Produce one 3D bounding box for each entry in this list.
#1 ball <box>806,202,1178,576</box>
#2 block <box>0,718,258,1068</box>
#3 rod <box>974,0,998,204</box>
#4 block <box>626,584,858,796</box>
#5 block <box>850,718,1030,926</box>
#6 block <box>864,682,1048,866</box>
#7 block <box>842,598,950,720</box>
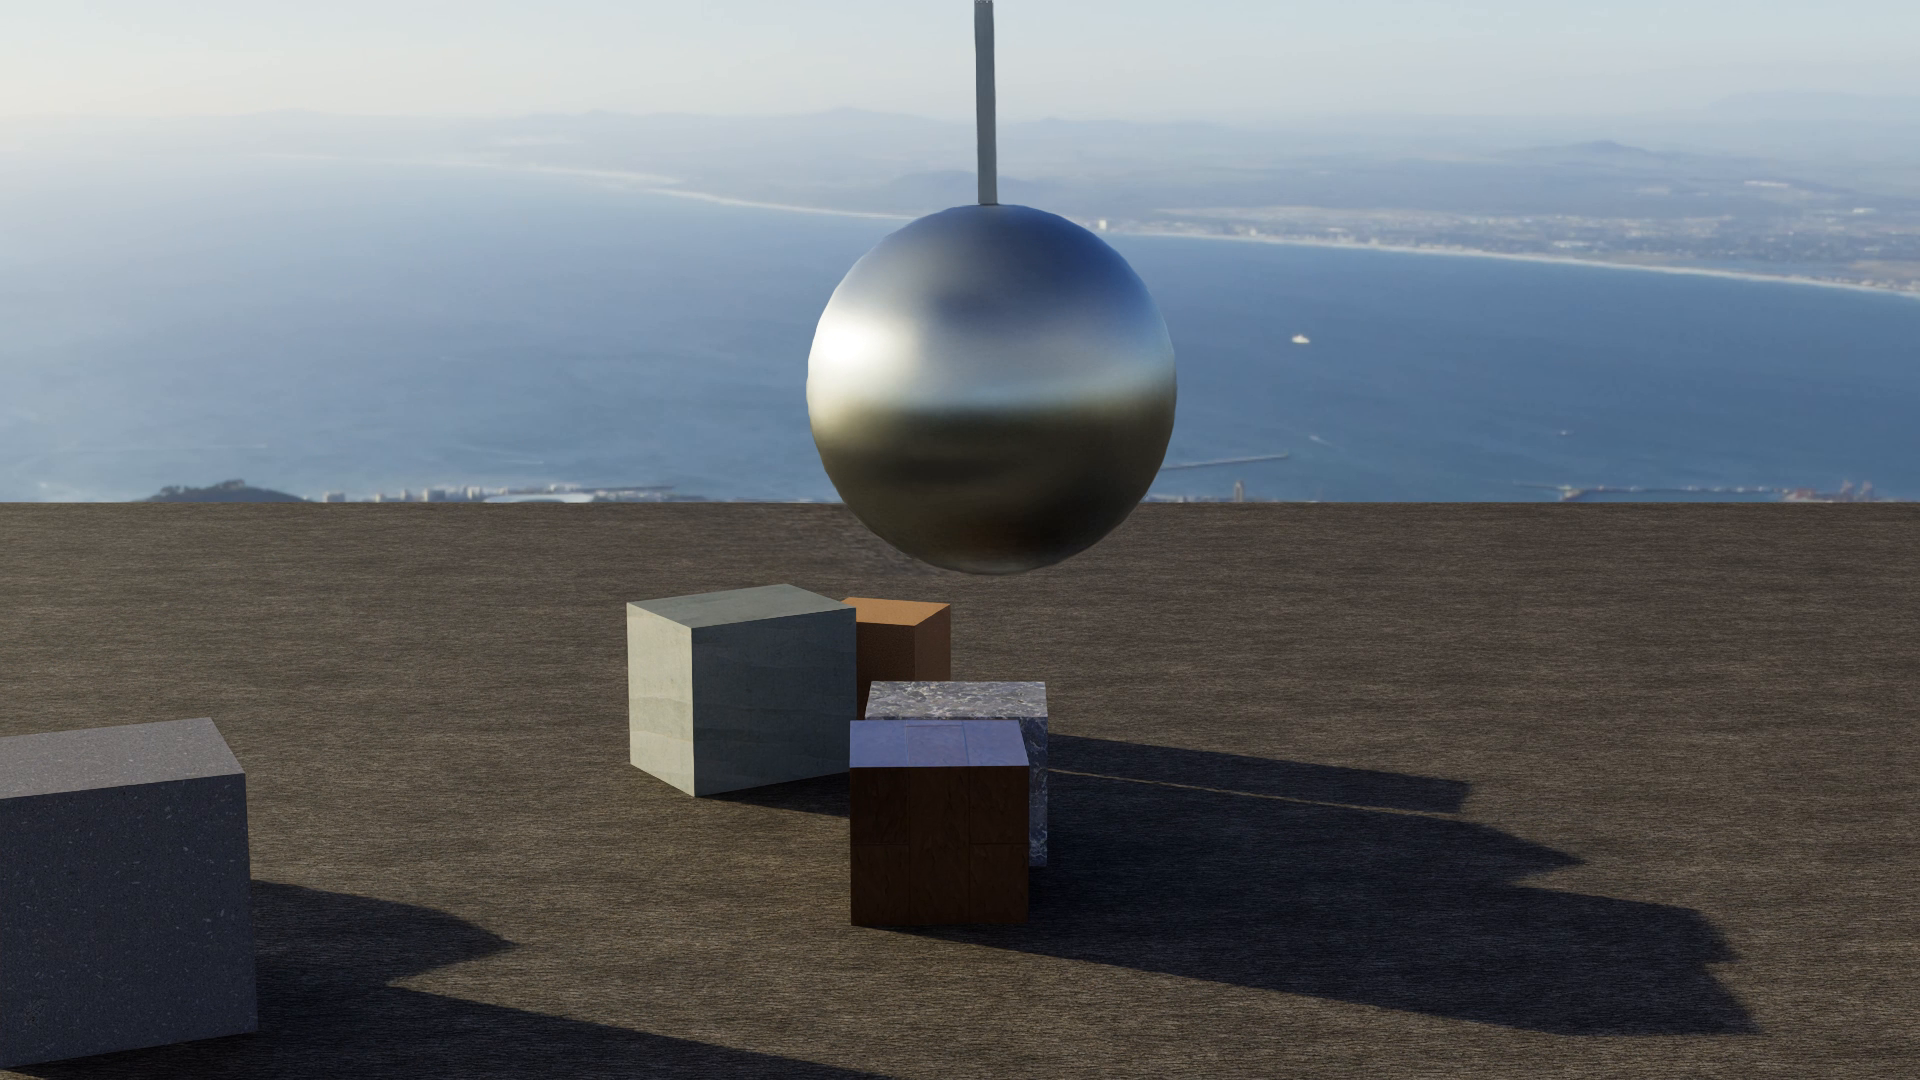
[{"bbox_3d":[0.137,-0.647,11.063,1.600,1.600,1.600,0,10,0],"label":"ball"},{"bbox_3d":[-3.205,1.296,9.667,0.910,0.992,0.903,-5,11,-23],"label":"block"},{"bbox_3d":[0.059,-3.991,10.455,0.080,5.200,0.080,-1,10,0],"label":"rod"},{"bbox_3d":[-1.111,0.747,13.087,0.927,0.849,0.730,-6,12,-32],"label":"block"},{"bbox_3d":[-0.099,1.202,11.050,0.744,0.682,0.780,0,10,-2],"label":"block"},{"bbox_3d":[-0.013,1.064,11.785,0.814,0.690,0.669,0,10,1],"label":"block"},{"bbox_3d":[-0.423,0.707,13.827,0.588,0.662,0.593,3,11,18],"label":"block"}]
